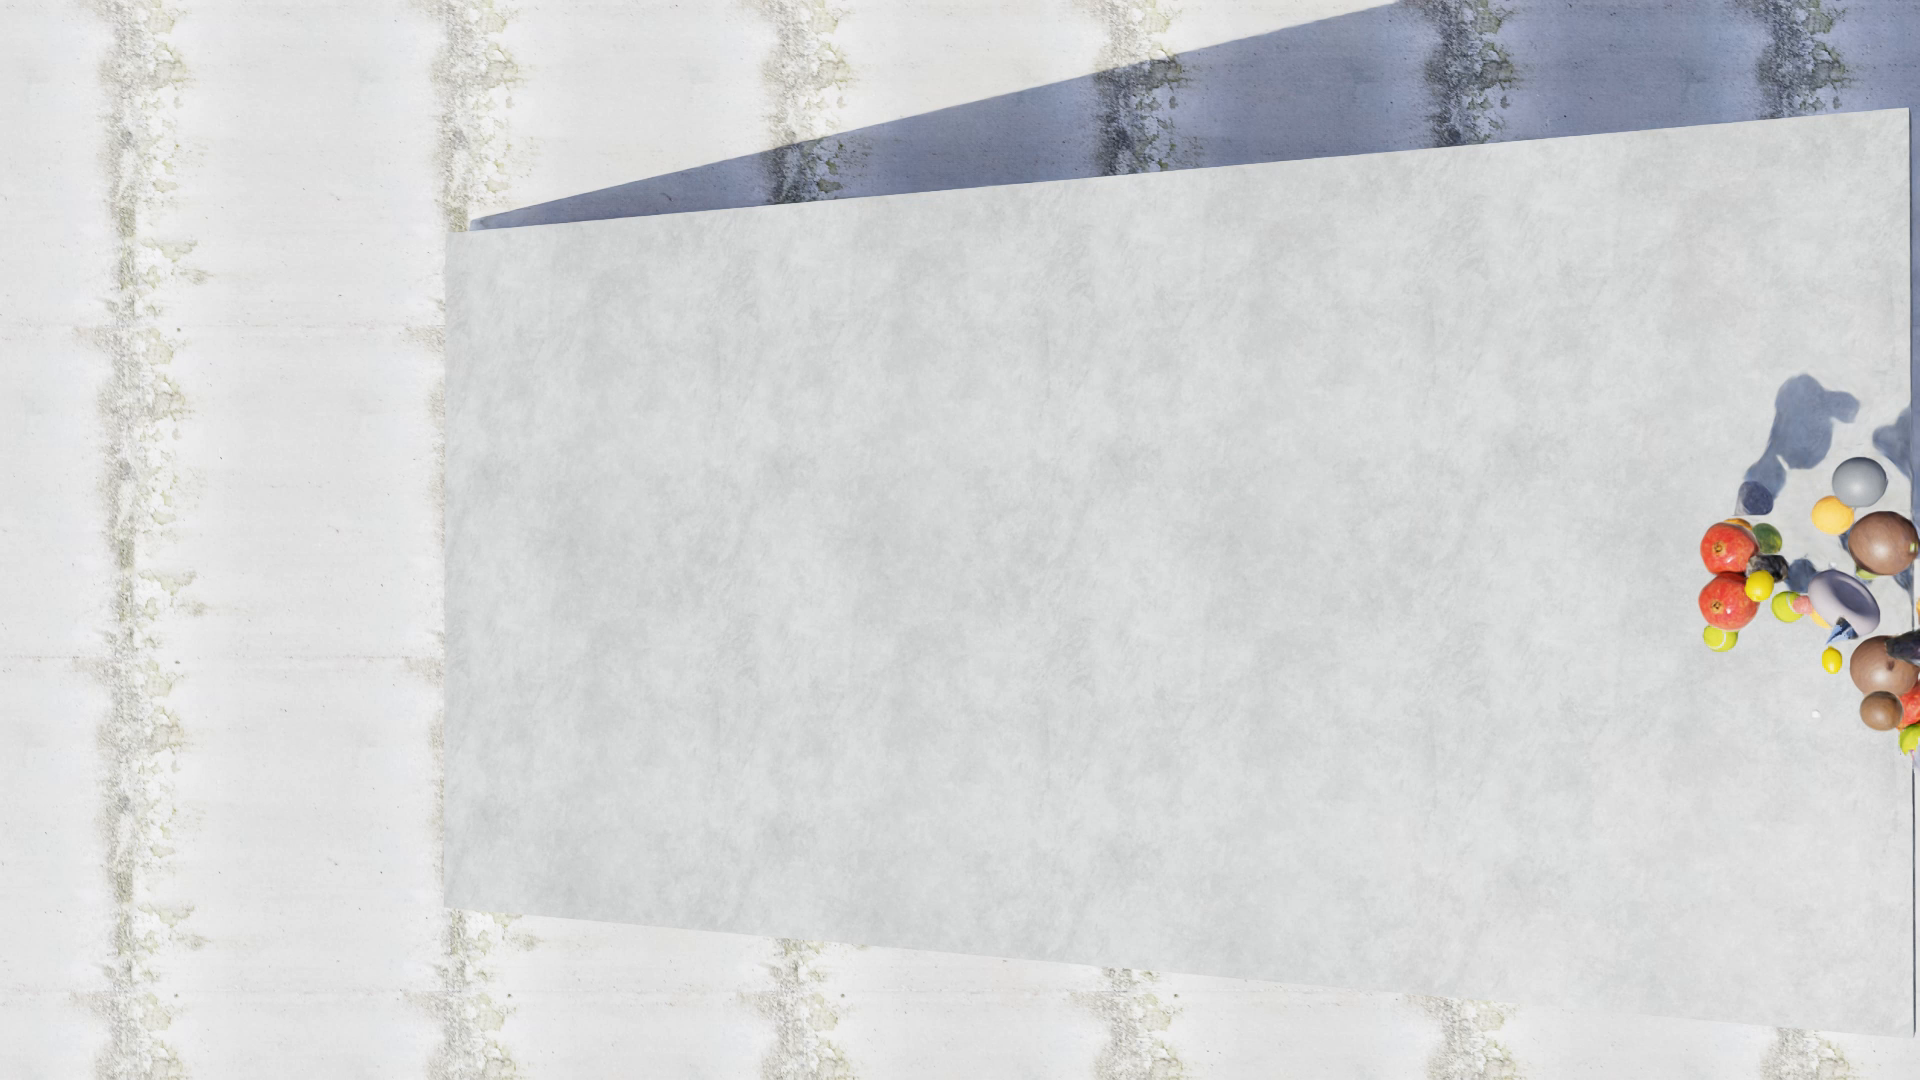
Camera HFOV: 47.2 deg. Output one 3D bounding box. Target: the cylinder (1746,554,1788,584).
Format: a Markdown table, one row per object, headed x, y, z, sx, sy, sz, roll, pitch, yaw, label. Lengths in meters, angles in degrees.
| x | y | z | sx | sy | sz | roll | pitch | yaw | label |
| --- | --- | --- | --- | --- | --- | --- | --- | --- | --- |
| 1.549 | 0.056 | 4.219 | 0.054 | 0.054 | 0.054 | -5 | 89 | -20 | cylinder |

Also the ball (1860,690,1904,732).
| x | y | z | sx | sy | sz | roll | pitch | yaw | label |
| --- | --- | --- | --- | --- | --- | --- | --- | --- | --- |
| 1.659 | 0.308 | 3.958 | 0.075 | 0.075 | 0.075 | 0 | 89 | 0 | ball |

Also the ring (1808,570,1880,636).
| x | y | z | sx | sy | sz | roll | pitch | yaw | label |
| --- | --- | --- | --- | --- | --- | --- | --- | --- | --- |
| 1.701 | 0.121 | 4.230 | 0.150 | 0.150 | 0.050 | 31 | 133 | 0 | ring |

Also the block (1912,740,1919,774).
| x | y | z | sx | sy | sz | roll | pitch | yaw | label |
| --- | --- | --- | --- | --- | --- | --- | --- | --- | --- |
| 1.744 | 0.385 | 3.850 | 0.098 | 0.098 | 0.098 | -4 | 129 | 2 | block |

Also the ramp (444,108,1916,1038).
| x | y | z | sx | sy | sz | roll | pitch | yaw | label |
| --- | --- | --- | --- | --- | --- | --- | --- | --- | --- |
| 0.279 | 0.079 | 5.667 | 4.000 | 0.100 | 2.000 | 0 | 89 | 27 | ramp |

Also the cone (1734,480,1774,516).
| x | y | z | sx | sy | sz | roll | pitch | yaw | label |
| --- | --- | --- | --- | --- | --- | --- | --- | --- | --- |
| 1.651 | -0.069 | 4.626 | 0.083 | 0.083 | 0.083 | 7 | 62 | -13 | cone |

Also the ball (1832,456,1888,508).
| x | y | z | sx | sy | sz | roll | pitch | yaw | label |
| --- | --- | --- | --- | --- | --- | --- | --- | --- | --- |
| 1.492 | -0.096 | 3.646 | 0.086 | 0.086 | 0.086 | 0 | 89 | 0 | ball |

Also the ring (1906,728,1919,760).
| x | y | z | sx | sy | sz | roll | pitch | yaw | label |
| --- | --- | --- | --- | --- | --- | --- | --- | --- | --- |
| 1.961 | 0.391 | 4.404 | 0.143 | 0.143 | 0.048 | -35 | 54 | 0 | ring |
